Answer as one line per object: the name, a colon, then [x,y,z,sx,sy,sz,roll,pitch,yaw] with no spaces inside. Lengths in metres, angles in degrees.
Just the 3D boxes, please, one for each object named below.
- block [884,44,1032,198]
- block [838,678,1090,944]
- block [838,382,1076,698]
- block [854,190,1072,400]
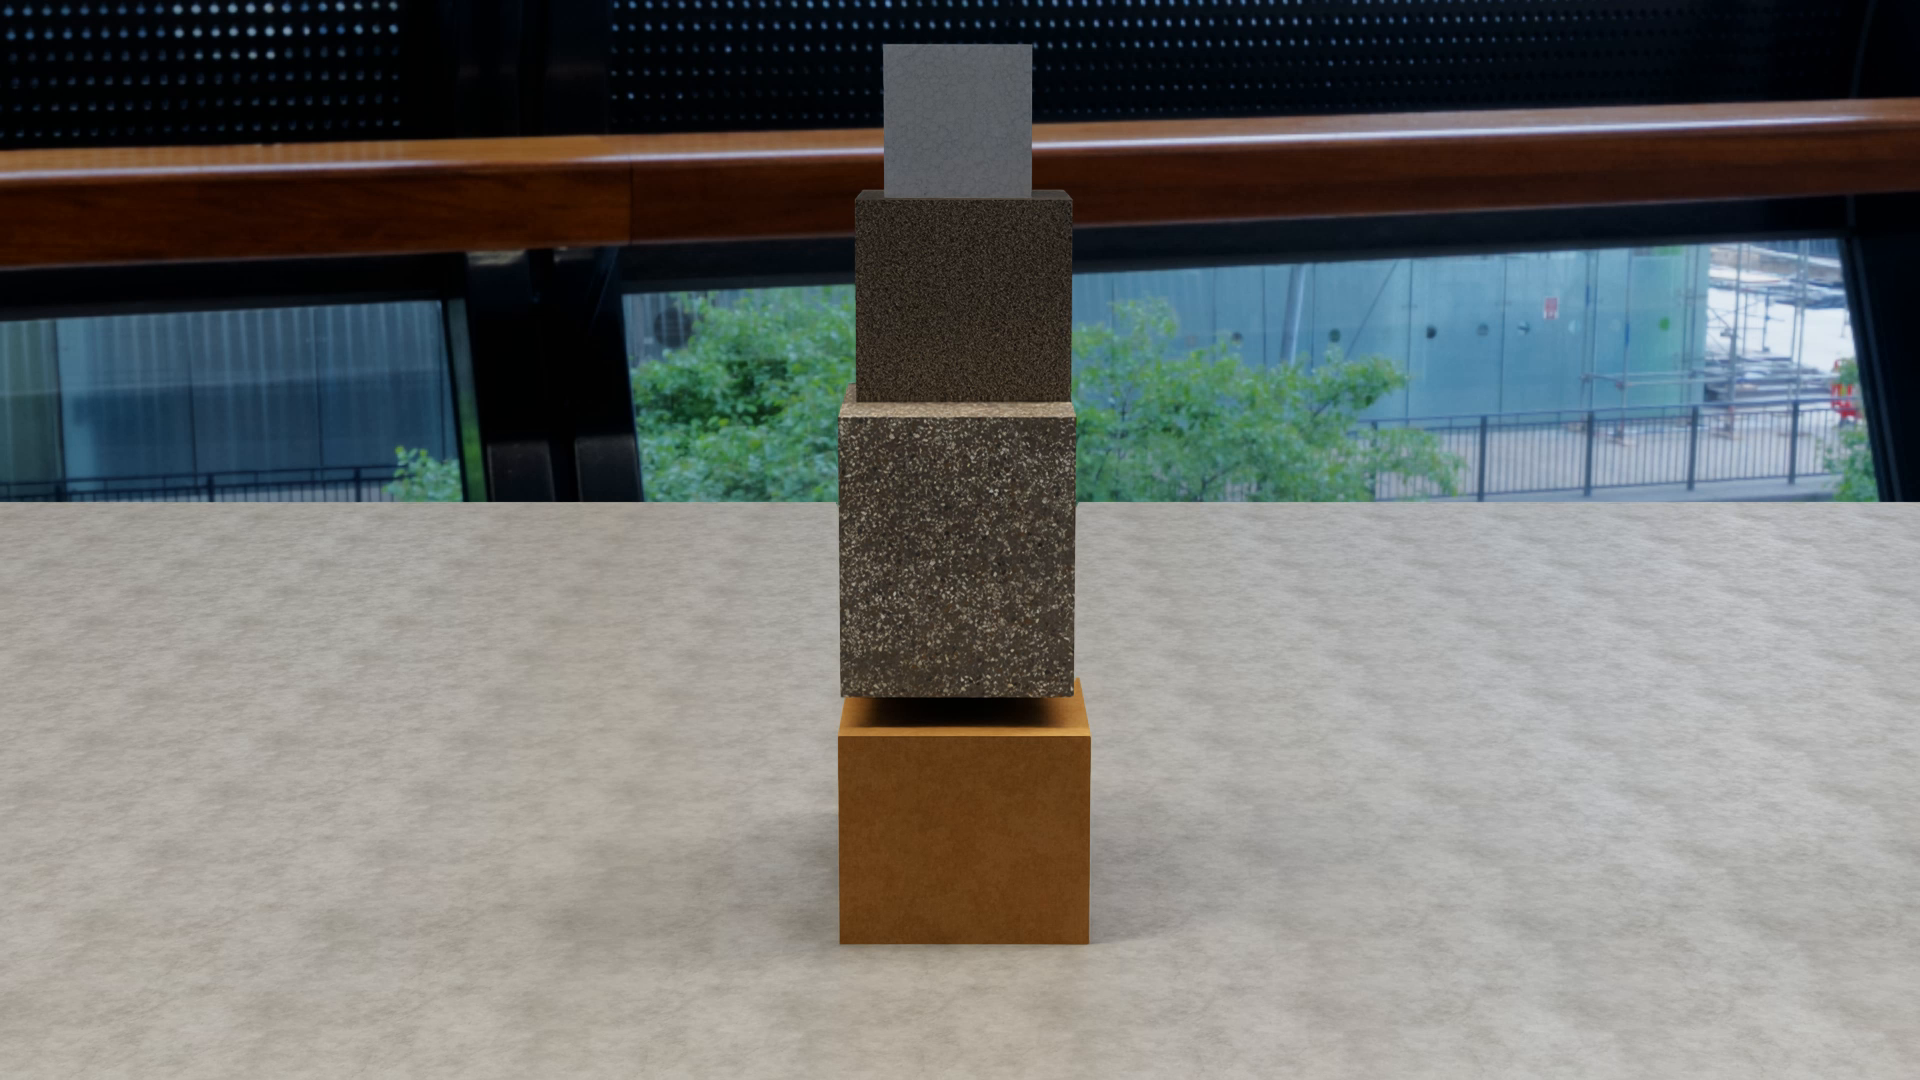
block: [-0.009,-1.774,10.836,0.610,0.623,0.577,0,10,0]
block: [0.018,1.129,10.904,1.019,0.877,1.017,0,10,0]
block: [-0.011,-0.023,10.792,0.948,1.148,1.001,0,11,0]
block: [0.015,-1.064,10.965,0.888,0.820,0.906,0,10,0]
